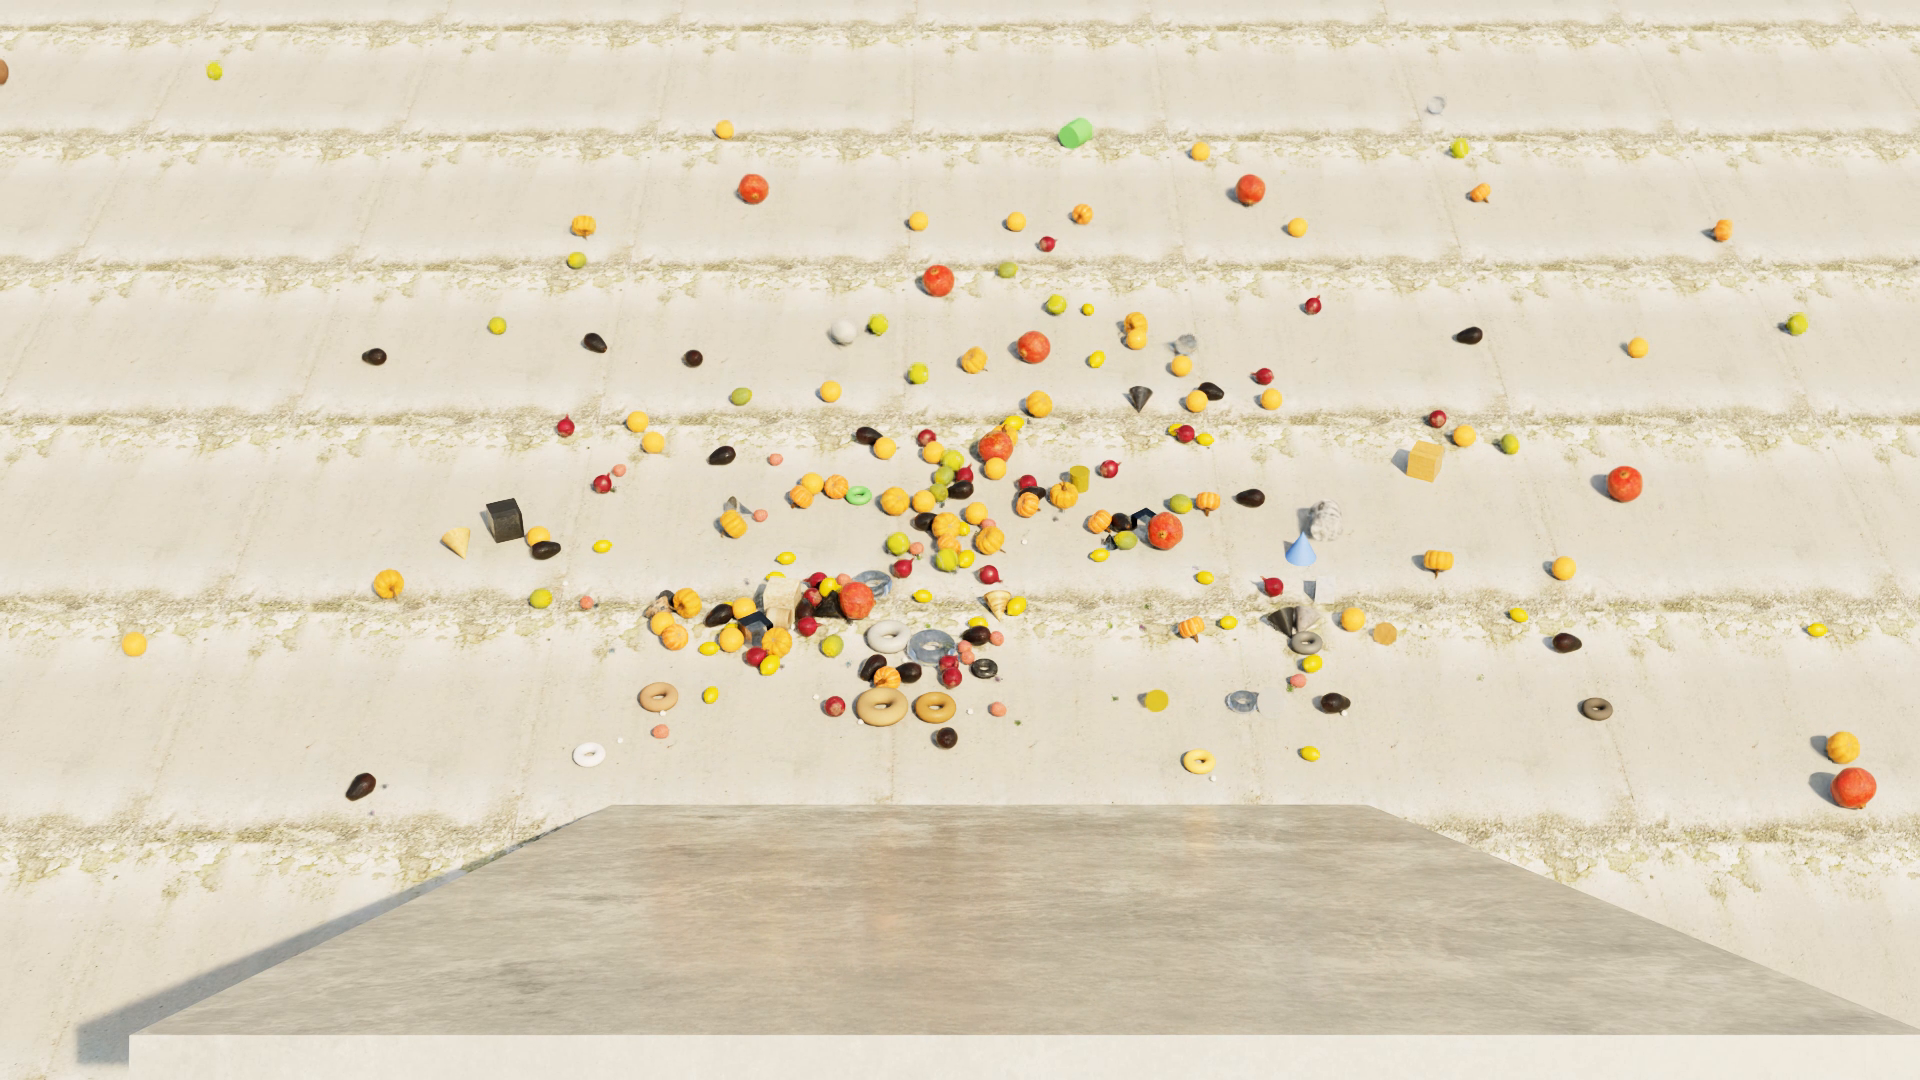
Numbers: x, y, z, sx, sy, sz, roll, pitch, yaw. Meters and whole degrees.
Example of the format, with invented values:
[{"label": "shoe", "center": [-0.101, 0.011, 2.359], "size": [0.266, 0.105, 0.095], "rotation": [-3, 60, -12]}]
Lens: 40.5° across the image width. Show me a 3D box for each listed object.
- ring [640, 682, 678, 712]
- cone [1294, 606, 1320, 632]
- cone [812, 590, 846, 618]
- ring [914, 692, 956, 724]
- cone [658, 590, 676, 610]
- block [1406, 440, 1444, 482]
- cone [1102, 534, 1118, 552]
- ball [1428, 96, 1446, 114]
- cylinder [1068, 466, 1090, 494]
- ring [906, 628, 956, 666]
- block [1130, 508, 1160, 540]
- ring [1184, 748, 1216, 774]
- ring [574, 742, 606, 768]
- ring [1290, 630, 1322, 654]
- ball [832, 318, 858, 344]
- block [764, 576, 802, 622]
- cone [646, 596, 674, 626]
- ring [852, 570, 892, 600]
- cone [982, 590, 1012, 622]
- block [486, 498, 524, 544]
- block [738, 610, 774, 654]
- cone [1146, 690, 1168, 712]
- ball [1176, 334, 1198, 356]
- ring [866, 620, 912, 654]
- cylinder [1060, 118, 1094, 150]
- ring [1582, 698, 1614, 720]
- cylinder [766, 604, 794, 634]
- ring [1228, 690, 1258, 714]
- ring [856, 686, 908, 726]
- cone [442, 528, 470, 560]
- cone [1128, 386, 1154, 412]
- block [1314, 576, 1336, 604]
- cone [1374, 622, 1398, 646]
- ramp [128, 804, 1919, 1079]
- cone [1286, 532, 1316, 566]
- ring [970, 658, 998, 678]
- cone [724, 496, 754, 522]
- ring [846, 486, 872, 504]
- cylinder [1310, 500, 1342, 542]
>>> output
[{"label": "ring", "center": [-0.850, 0.443, 7.335], "size": [0.111, 0.037, 0.111], "rotation": [-1, 37, 1]}, {"label": "cone", "center": [1.003, 0.248, 7.603], "size": [0.083, 0.083, 0.083], "rotation": [15, 65, 20]}, {"label": "cone", "center": [-0.397, 0.207, 7.656], "size": [0.094, 0.094, 0.094], "rotation": [-24, 34, 12]}, {"label": "ring", "center": [-0.069, 0.470, 7.297], "size": [0.117, 0.039, 0.117], "rotation": [1, 36, -1]}, {"label": "cone", "center": [-0.854, 0.174, 7.714], "size": [0.061, 0.061, 0.061], "rotation": [15, 12, 20]}, {"label": "block", "center": [1.476, -0.250, 8.248], "size": [0.087, 0.087, 0.087], "rotation": [16, 39, 21]}, {"label": "cone", "center": [0.456, -0.001, 7.935], "size": [0.050, 0.050, 0.050], "rotation": [0, 36, 0]}, {"label": "ball", "center": [1.888, -1.721, 10.289], "size": [0.070, 0.070, 0.070], "rotation": [0, 36, 0]}, {"label": "cylinder", "center": [0.375, -0.191, 8.186], "size": [0.064, 0.064, 0.064], "rotation": [0, 36, 0]}, {"label": "ring", "center": [-0.083, 0.311, 7.509], "size": [0.143, 0.048, 0.143], "rotation": [0, 37, 0]}, {"label": "block", "center": [0.570, -0.049, 7.990], "size": [0.064, 0.064, 0.064], "rotation": [-26, 43, -31]}, {"label": "ring", "center": [0.656, 0.606, 7.117], "size": [0.088, 0.029, 0.088], "rotation": [1, 37, 0]}, {"label": "ring", "center": [-1.018, 0.589, 7.140], "size": [0.089, 0.030, 0.089], "rotation": [-1, 37, 1]}, {"label": "ring", "center": [1.005, 0.298, 7.539], "size": [0.094, 0.031, 0.094], "rotation": [-1, 36, 1]}, {"label": "ball", "center": [-0.393, -0.713, 8.883], "size": [0.090, 0.090, 0.090], "rotation": [0, 36, 0]}, {"label": "block", "center": [-0.523, 0.174, 7.659], "size": [0.091, 0.091, 0.091], "rotation": [6, 36, 8]}, {"label": "cone", "center": [-0.865, 0.224, 7.635], "size": [0.085, 0.085, 0.085], "rotation": [47, 52, 13]}, {"label": "ring", "center": [-0.262, 0.134, 7.758], "size": [0.123, 0.041, 0.123], "rotation": [-1, 36, 1]}, {"label": "cone", "center": [0.113, 0.204, 7.663], "size": [0.085, 0.085, 0.085], "rotation": [-3, 63, -4]}, {"label": "block", "center": [-1.396, -0.060, 7.982], "size": [0.090, 0.090, 0.090], "rotation": [-14, 38, -18]}, {"label": "block", "center": [-0.593, 0.266, 7.545], "size": [0.076, 0.076, 0.076], "rotation": [-24, 42, -29]}, {"label": "cone", "center": [0.553, 0.446, 7.337], "size": [0.066, 0.066, 0.066], "rotation": [-1, 9, -1]}, {"label": "ball", "center": [0.768, -0.664, 8.829], "size": [0.073, 0.073, 0.073], "rotation": [0, 36, 0]}, {"label": "ring", "center": [-0.205, 0.281, 7.554], "size": [0.132, 0.044, 0.132], "rotation": [-1, 36, 1]}, {"label": "cylinder", "center": [0.450, -1.574, 10.065], "size": [0.095, 0.095, 0.095], "rotation": [25, 43, 30]}, {"label": "ring", "center": [1.790, 0.474, 7.299], "size": [0.087, 0.029, 0.087], "rotation": [-1, 35, 1]}, {"label": "cylinder", "center": [-0.529, 0.231, 7.604], "size": [0.065, 0.065, 0.065], "rotation": [26, 40, 5]}, {"label": "ring", "center": [0.798, 0.456, 7.324], "size": [0.088, 0.029, 0.088], "rotation": [0, 37, 0]}, {"label": "ring", "center": [-0.219, 0.467, 7.292], "size": [0.149, 0.050, 0.149], "rotation": [-1, 35, 1]}, {"label": "cone", "center": [-1.519, 0.024, 7.909], "size": [0.091, 0.091, 0.091], "rotation": [-16, 65, -20]}, {"label": "cone", "center": [0.593, -0.452, 8.569], "size": [0.081, 0.081, 0.081], "rotation": [5, 63, 6]}, {"label": "block", "center": [1.085, 0.147, 7.725], "size": [0.057, 0.057, 0.057], "rotation": [4, 36, 5]}, {"label": "cone", "center": [1.248, 0.269, 7.580], "size": [0.068, 0.068, 0.068], "rotation": [14, 12, 19]}, {"label": "ramp", "center": [0.079, 0.674, 4.878], "size": [2.000, 0.100, 4.000], "rotation": [0, -2, 0]}, {"label": "cone", "center": [1.036, 0.013, 7.877], "size": [0.096, 0.096, 0.096], "rotation": [0, 36, 0]}, {"label": "ring", "center": [0.070, 0.368, 7.448], "size": [0.079, 0.026, 0.079], "rotation": [1, 37, -1]}, {"label": "cone", "center": [-0.675, -0.088, 8.068], "size": [0.082, 0.082, 0.082], "rotation": [12, 28, -31]}, {"label": "ring", "center": [-0.317, -0.140, 8.146], "size": [0.083, 0.028, 0.083], "rotation": [1, 37, -1]}, {"label": "cylinder", "center": [1.122, -0.060, 7.978], "size": [0.094, 0.094, 0.094], "rotation": [2, 36, 3]}]
